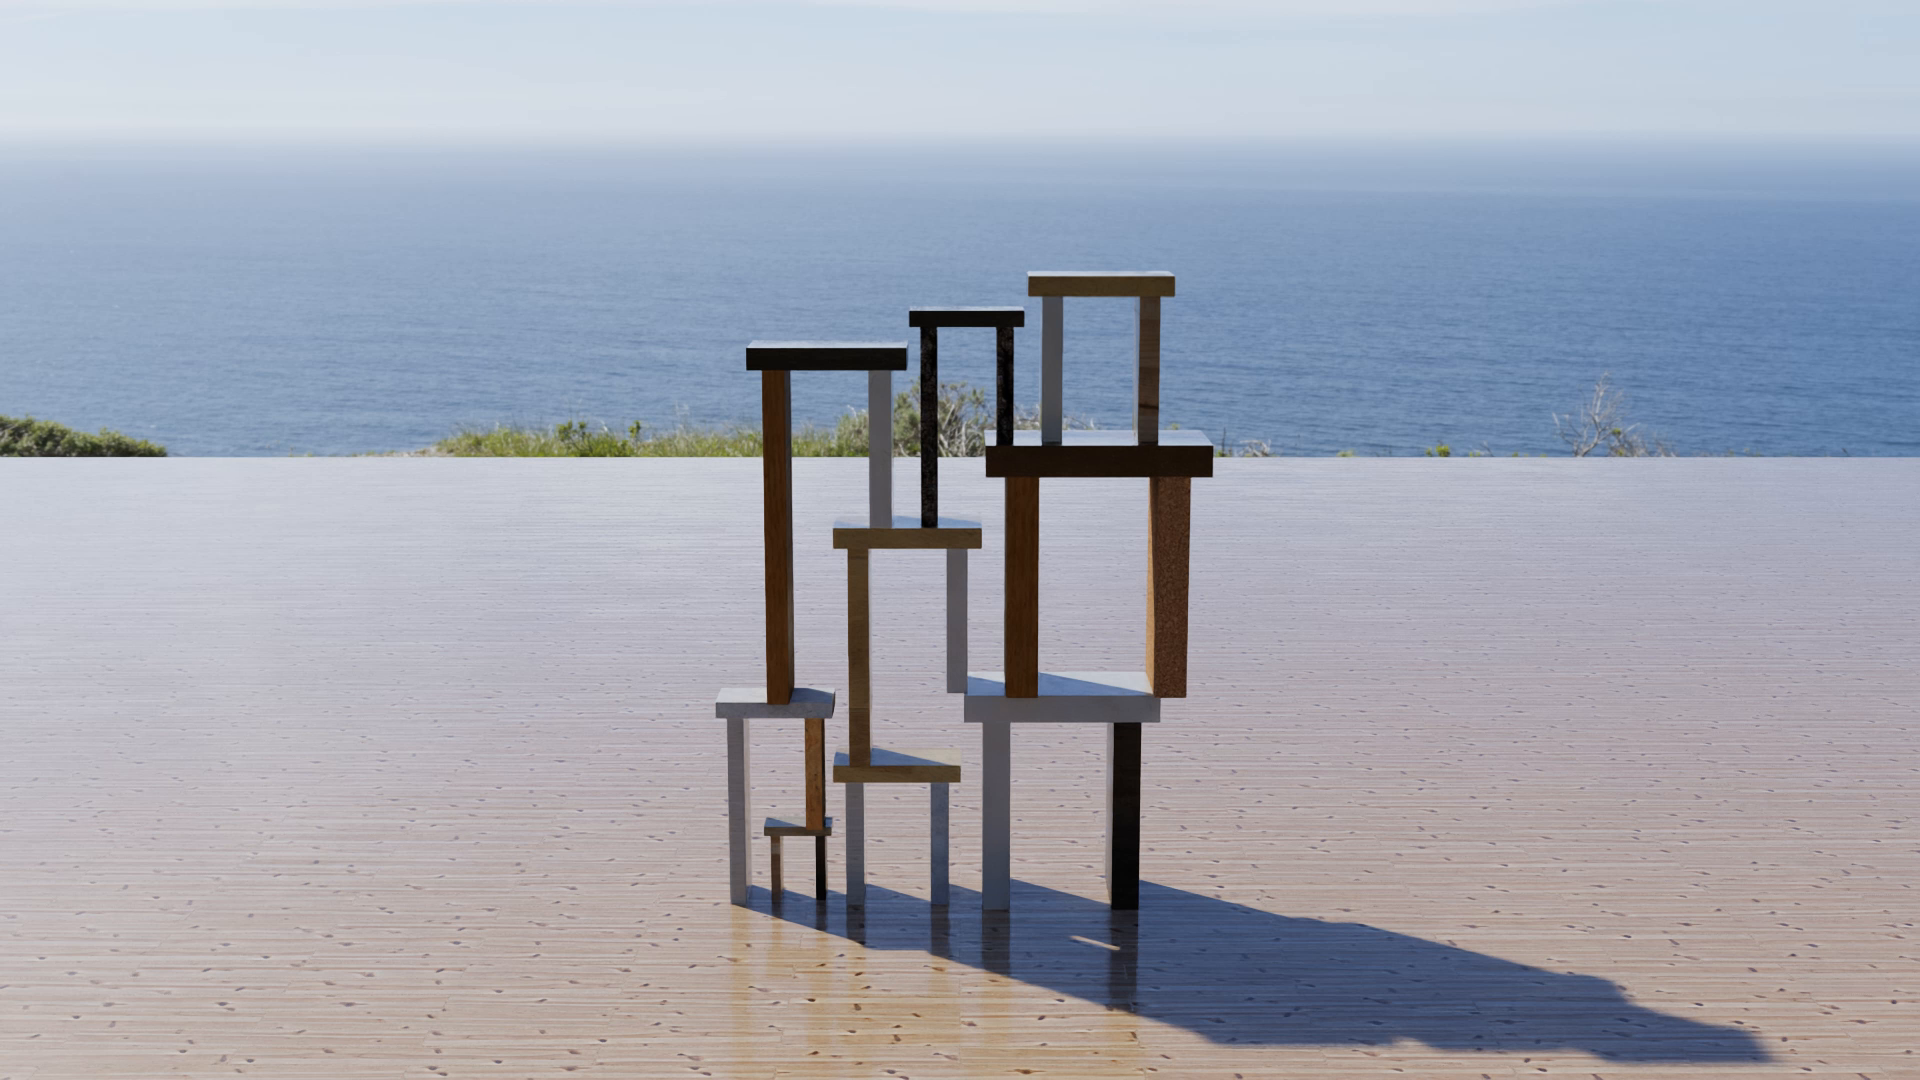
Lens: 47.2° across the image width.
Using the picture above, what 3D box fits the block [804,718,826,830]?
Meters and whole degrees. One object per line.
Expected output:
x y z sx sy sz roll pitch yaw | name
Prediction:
-0.239 0.373 3.627 0.027 0.189 0.094 0 10 0 | block

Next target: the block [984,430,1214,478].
0.218 -0.139 3.530 0.356 0.050 0.178 0 11 0 | block

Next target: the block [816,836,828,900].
-0.230 0.536 3.655 0.016 0.111 0.055 0 11 0 | block

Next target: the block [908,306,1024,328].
0.011 -0.355 3.492 0.181 0.026 0.090 0 11 0 | block

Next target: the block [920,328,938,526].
-0.049 -0.186 3.524 0.026 0.318 0.090 0 11 0 | block

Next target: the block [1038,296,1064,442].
0.145 -0.278 3.512 0.032 0.229 0.114 0 10 0 | block

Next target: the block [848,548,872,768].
-0.163 0.180 3.589 0.034 0.360 0.118 0 11 0 | block

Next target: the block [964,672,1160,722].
0.164 0.257 3.610 0.316 0.045 0.158 0 11 0 | block

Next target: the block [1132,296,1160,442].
0.297 -0.278 3.511 0.032 0.229 0.114 0 10 0 | block

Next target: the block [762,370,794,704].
-0.293 -0.012 3.557 0.036 0.540 0.126 0 11 0 | block

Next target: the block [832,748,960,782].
-0.103 0.371 3.628 0.208 0.029 0.104 0 11 0 | block

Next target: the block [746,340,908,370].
-0.209 -0.295 3.504 0.251 0.036 0.126 0 11 0 | block

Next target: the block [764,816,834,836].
-0.267 0.474 3.643 0.111 0.016 0.055 0 10 0 | block

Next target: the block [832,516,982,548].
-0.084 -0.013 3.553 0.237 0.034 0.118 0 11 0 | block

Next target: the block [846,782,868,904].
-0.172 0.488 3.650 0.029 0.208 0.104 0 11 0 | block

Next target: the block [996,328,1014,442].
0.072 -0.253 3.512 0.026 0.181 0.090 0 11 0 | block

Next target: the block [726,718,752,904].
-0.365 0.435 3.638 0.027 0.315 0.095 0 11 0 | block

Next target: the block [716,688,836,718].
-0.302 0.267 3.607 0.189 0.027 0.094 0 11 0 | block

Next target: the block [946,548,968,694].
-0.005 0.120 3.578 0.034 0.237 0.118 0 11 0 | block

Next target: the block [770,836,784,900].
-0.304 0.536 3.655 0.016 0.111 0.055 0 11 0 | block

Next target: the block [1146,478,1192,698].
0.337 0.061 3.567 0.050 0.356 0.178 0 11 0 | block

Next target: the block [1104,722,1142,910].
0.270 0.434 3.643 0.045 0.316 0.158 0 11 0 | block

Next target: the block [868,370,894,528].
-0.126 -0.154 3.531 0.036 0.251 0.126 0 11 0 | block

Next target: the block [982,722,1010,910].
0.059 0.434 3.642 0.045 0.316 0.158 0 11 0 | block

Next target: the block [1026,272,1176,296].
0.221 -0.406 3.488 0.229 0.032 0.114 0 10 0 | block

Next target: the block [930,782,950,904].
-0.033 0.488 3.650 0.029 0.208 0.104 0 11 0 | block

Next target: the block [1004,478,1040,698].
0.099 0.061 3.567 0.050 0.356 0.178 0 11 0 | block
